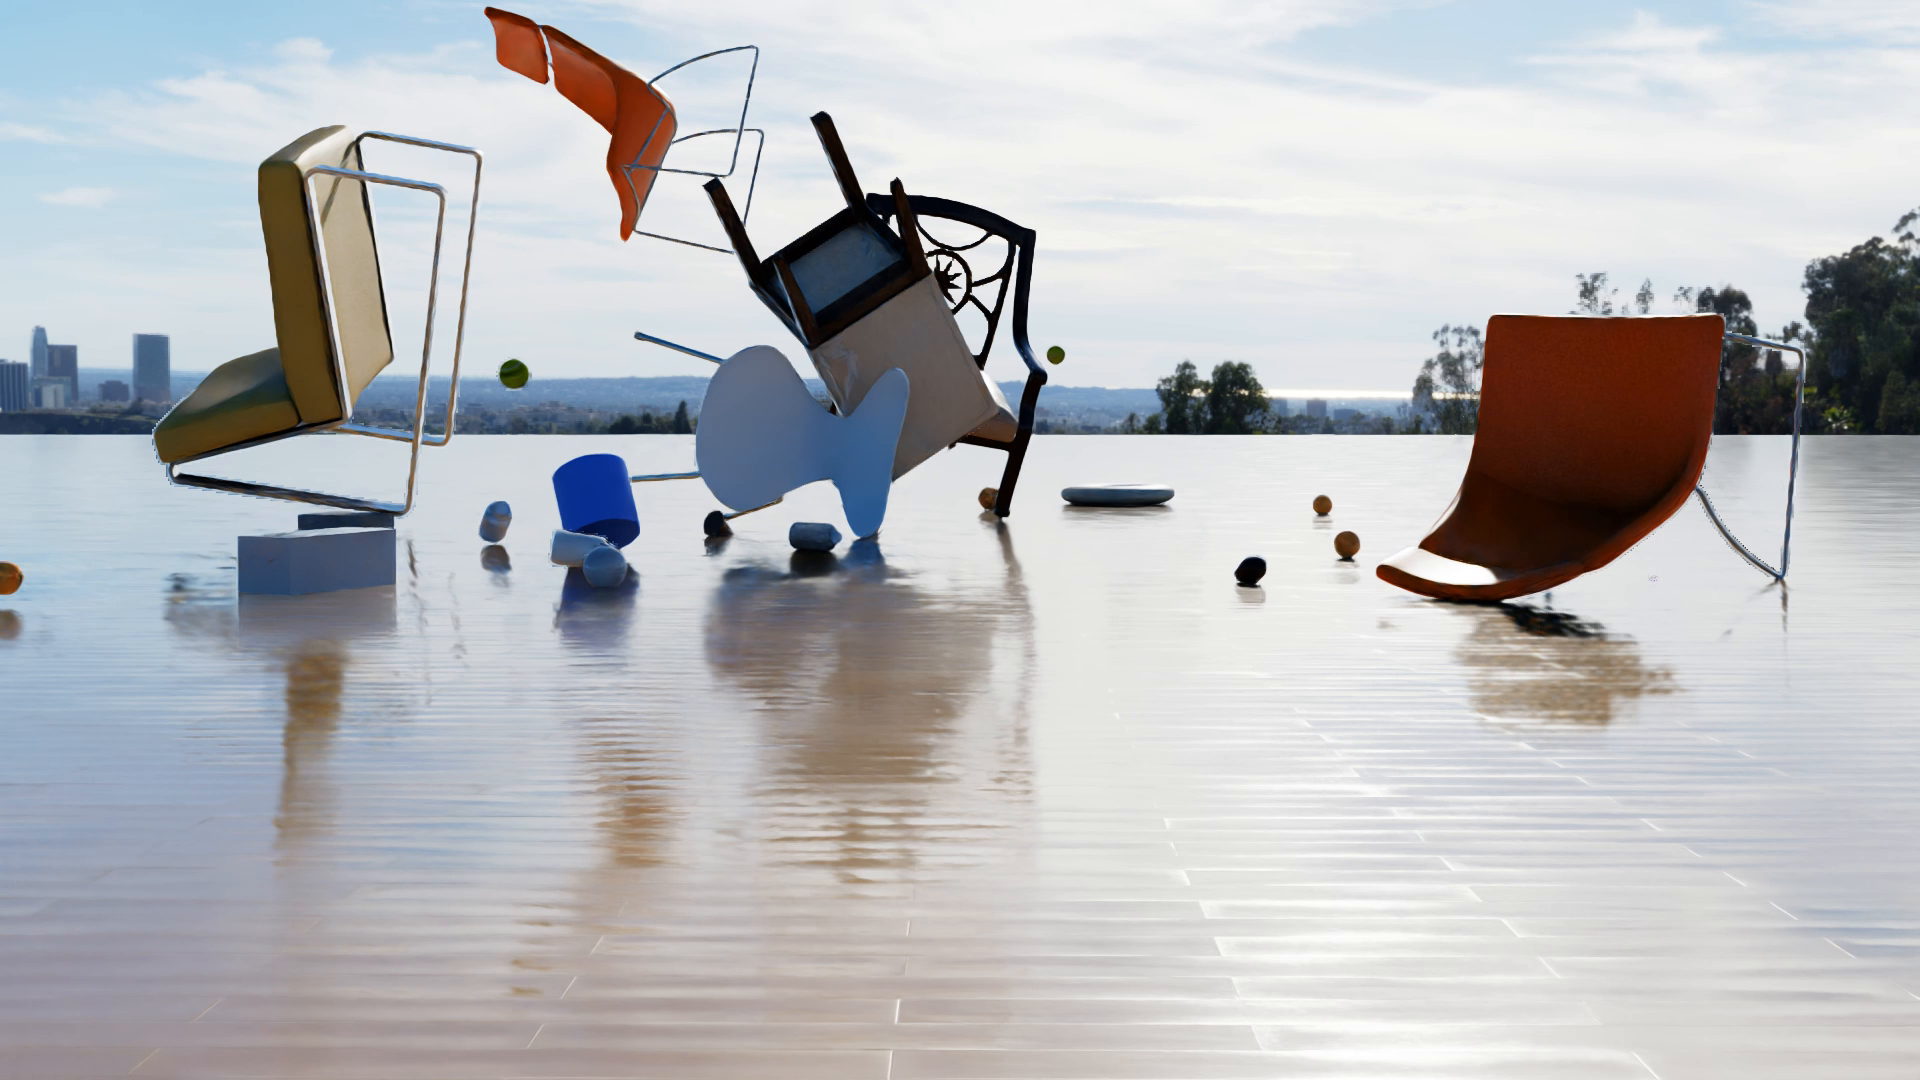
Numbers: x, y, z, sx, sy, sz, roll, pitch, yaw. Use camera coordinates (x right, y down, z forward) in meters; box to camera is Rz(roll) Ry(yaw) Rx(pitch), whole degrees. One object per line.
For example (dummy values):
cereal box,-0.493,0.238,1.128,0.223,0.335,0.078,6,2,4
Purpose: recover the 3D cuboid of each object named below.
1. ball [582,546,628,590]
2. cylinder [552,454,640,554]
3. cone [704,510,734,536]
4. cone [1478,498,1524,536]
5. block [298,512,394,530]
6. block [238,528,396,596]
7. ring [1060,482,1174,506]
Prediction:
ball,-0.794,0.062,4.924,0.099,0.099,0.099,0,4,0
cylinder,-0.979,-0.096,5.925,0.204,0.201,0.196,-26,-26,21
cone,-0.726,-0.034,6.753,0.086,0.085,0.109,31,4,-36
cone,1.701,-0.045,6.806,0.144,0.120,0.136,2,26,-30
block,-1.720,-0.024,6.165,0.211,0.100,0.155,1,4,21
block,-1.449,0.045,4.971,0.152,0.126,0.340,2,4,27
ring,0.619,-0.181,8.658,0.451,0.073,0.417,0,4,3
